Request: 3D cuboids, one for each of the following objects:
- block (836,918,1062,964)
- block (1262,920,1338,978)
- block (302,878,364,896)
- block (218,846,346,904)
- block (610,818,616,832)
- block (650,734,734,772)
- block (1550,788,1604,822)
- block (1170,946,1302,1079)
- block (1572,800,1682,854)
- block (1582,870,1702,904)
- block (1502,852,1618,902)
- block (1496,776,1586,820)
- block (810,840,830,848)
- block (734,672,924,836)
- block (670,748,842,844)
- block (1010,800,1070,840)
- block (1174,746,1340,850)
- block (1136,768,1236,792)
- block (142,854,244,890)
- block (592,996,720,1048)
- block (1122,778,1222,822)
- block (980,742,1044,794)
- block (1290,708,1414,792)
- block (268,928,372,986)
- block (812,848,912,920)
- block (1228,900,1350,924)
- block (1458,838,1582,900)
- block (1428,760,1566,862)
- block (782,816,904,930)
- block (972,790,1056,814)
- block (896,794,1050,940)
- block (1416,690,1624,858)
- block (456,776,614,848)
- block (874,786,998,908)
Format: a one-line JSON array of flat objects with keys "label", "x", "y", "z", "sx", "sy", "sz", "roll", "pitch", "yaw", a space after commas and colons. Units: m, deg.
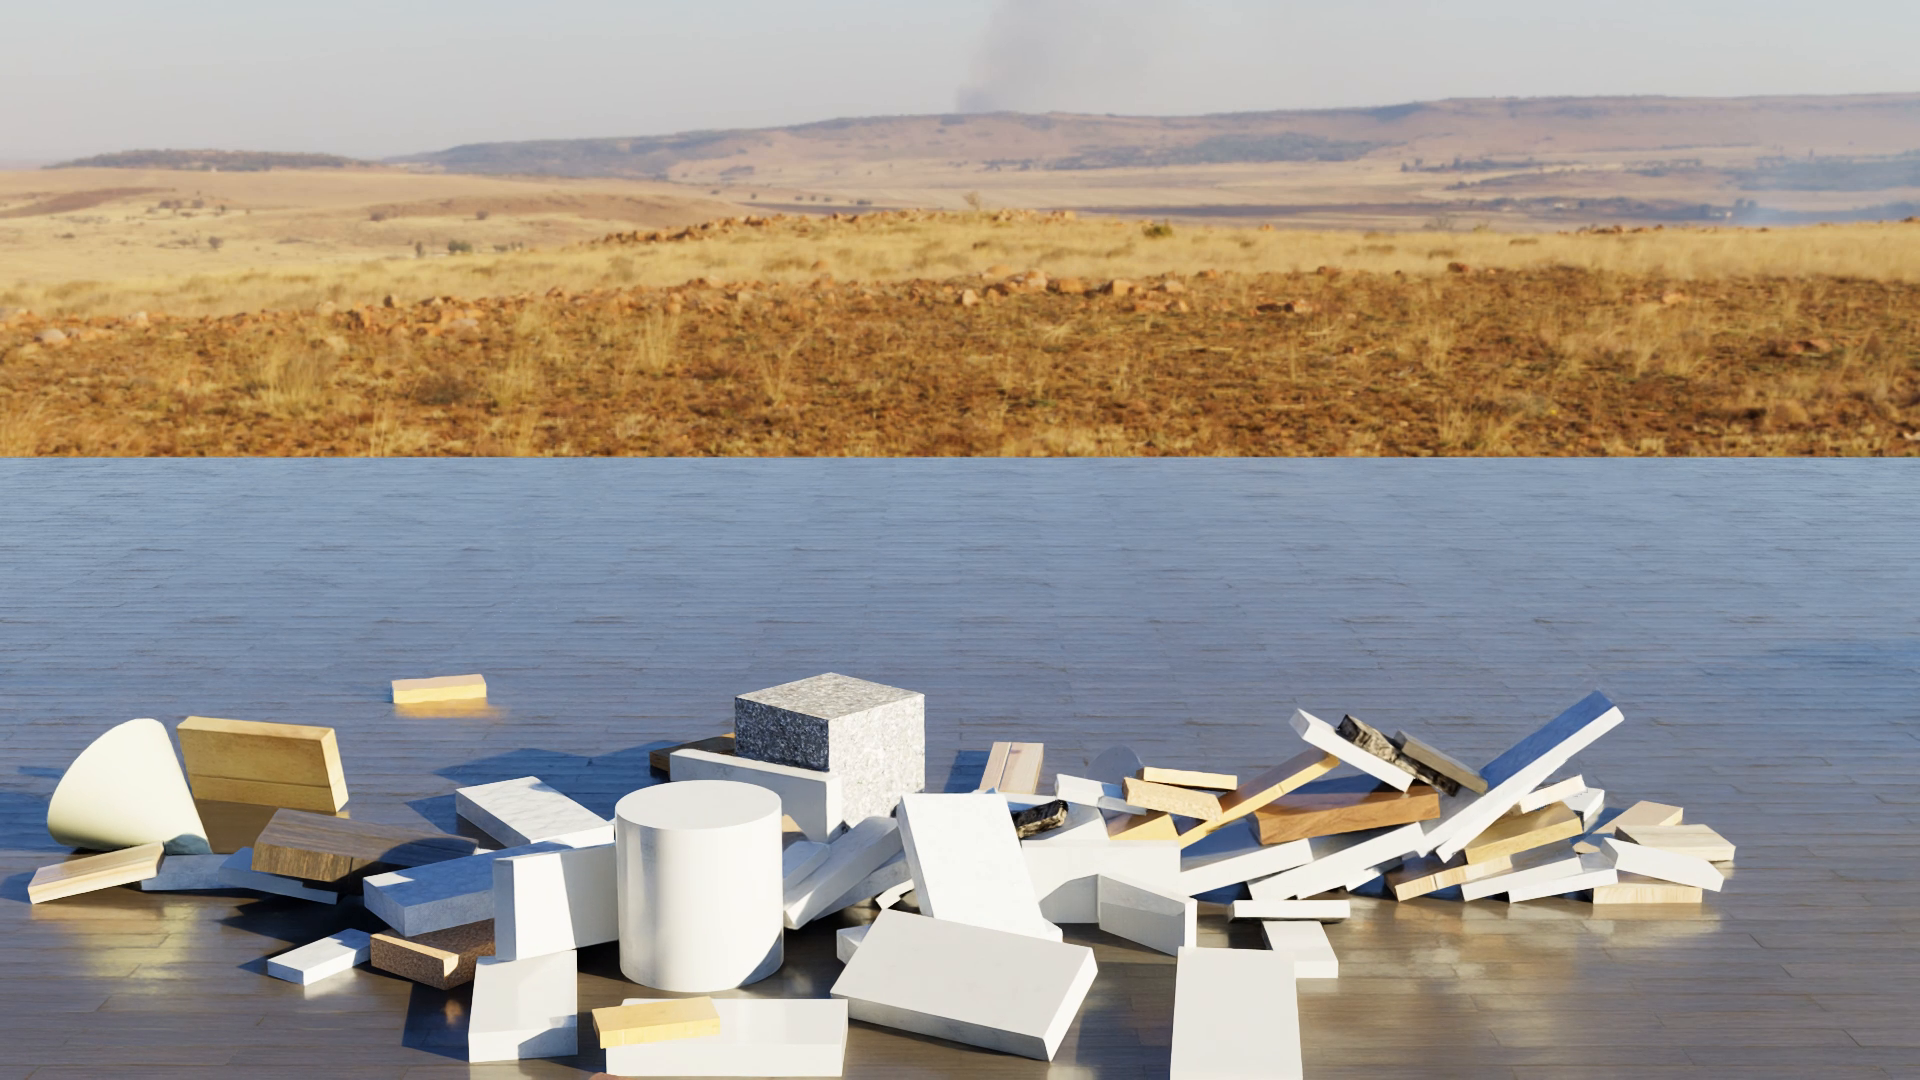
[{"label": "block", "x": -0.016, "y": 0.621, "z": 3.383, "sx": 0.310, "sy": 0.044, "sz": 0.155, "roll": -5, "pitch": 12, "yaw": -26}, {"label": "block", "x": 0.522, "y": 0.629, "z": 3.391, "sx": 0.090, "sy": 0.026, "sz": 0.180, "roll": 0, "pitch": 11, "yaw": 0}, {"label": "block", "x": -0.976, "y": 0.559, "z": 3.646, "sx": 0.202, "sy": 0.029, "sz": 0.101, "roll": 10, "pitch": 11, "yaw": -7}, {"label": "block", "x": -1.118, "y": 0.559, "z": 3.666, "sx": 0.202, "sy": 0.029, "sz": 0.101, "roll": 10, "pitch": 11, "yaw": 2}, {"label": "block", "x": -0.604, "y": 0.515, "z": 4.036, "sx": 0.049, "sy": 0.014, "sz": 0.097, "roll": 4, "pitch": 11, "yaw": 22}, {"label": "block", "x": -0.477, "y": 0.426, "z": 4.478, "sx": 0.304, "sy": 0.027, "sz": 0.097, "roll": -9, "pitch": 14, "yaw": -41}, {"label": "block", "x": 1.151, "y": 0.494, "z": 4.127, "sx": 0.077, "sy": 0.022, "sz": 0.154, "roll": 6, "pitch": 12, "yaw": 28}, {"label": "block", "x": 0.385, "y": 0.676, "z": 3.075, "sx": 0.170, "sy": 0.048, "sz": 0.446, "roll": 1, "pitch": 11, "yaw": 7}, {"label": "block", "x": 1.195, "y": 0.528, "z": 3.945, "sx": 0.077, "sy": 0.022, "sz": 0.361, "roll": 8, "pitch": 13, "yaw": 36}, {"label": "block", "x": 1.132, "y": 0.577, "z": 3.667, "sx": 0.179, "sy": 0.025, "sz": 0.090, "roll": 0, "pitch": 11, "yaw": -1}, {"label": "block", "x": 0.992, "y": 0.561, "z": 3.666, "sx": 0.179, "sy": 0.025, "sz": 0.090, "roll": -11, "pitch": 10, "yaw": 1}, {"label": "block", "x": 0.972, "y": 0.441, "z": 3.739, "sx": 0.182, "sy": 0.026, "sz": 0.091, "roll": -11, "pitch": -9, "yaw": -40}, {"label": "block", "x": -0.346, "y": 0.549, "z": 3.772, "sx": 0.309, "sy": 0.044, "sz": 0.154, "roll": 6, "pitch": 12, "yaw": 30}, {"label": "block", "x": -0.237, "y": 0.402, "z": 4.018, "sx": 0.243, "sy": 0.243, "sz": 0.243, "roll": 9, "pitch": 14, "yaw": 41}, {"label": "block", "x": -0.362, "y": 0.471, "z": 3.885, "sx": 0.338, "sy": 0.155, "sz": 0.044, "roll": 6, "pitch": 13, "yaw": 30}, {"label": "block", "x": 0.103, "y": 0.470, "z": 3.630, "sx": 0.148, "sy": 0.021, "sz": 0.074, "roll": -20, "pitch": 11, "yaw": 16}, {"label": "block", "x": 0.442, "y": 0.447, "z": 3.651, "sx": 0.398, "sy": 0.021, "sz": 0.074, "roll": -28, "pitch": 11, "yaw": 1}, {"label": "block", "x": 0.378, "y": 0.402, "z": 3.687, "sx": 0.156, "sy": 0.022, "sz": 0.078, "roll": 6, "pitch": -11, "yaw": -6}, {"label": "block", "x": -1.278, "y": 0.563, "z": 3.737, "sx": 0.194, "sy": 0.027, "sz": 0.097, "roll": -1, "pitch": 11, "yaw": -5}, {"label": "block", "x": -0.415, "y": 0.657, "z": 3.000, "sx": 0.162, "sy": 0.023, "sz": 0.081, "roll": -3, "pitch": 11, "yaw": -16}, {"label": "block", "x": 0.347, "y": 0.426, "z": 3.612, "sx": 0.156, "sy": 0.022, "sz": 0.078, "roll": 12, "pitch": 10, "yaw": -5}, {"label": "block", "x": 0.102, "y": 0.456, "z": 4.311, "sx": 0.100, "sy": 0.028, "sz": 0.334, "roll": 1, "pitch": 11, "yaw": 6}, {"label": "block", "x": 0.646, "y": 0.347, "z": 3.637, "sx": 0.198, "sy": 0.028, "sz": 0.099, "roll": 27, "pitch": 7, "yaw": -9}, {"label": "block", "x": -0.965, "y": 0.636, "z": 3.360, "sx": 0.081, "sy": 0.023, "sz": 0.162, "roll": 7, "pitch": 12, "yaw": 32}, {"label": "block", "x": -0.125, "y": 0.527, "z": 3.561, "sx": 0.253, "sy": 0.036, "sz": 0.126, "roll": -25, "pitch": 12, "yaw": 16}, {"label": "block", "x": 0.521, "y": 0.591, "z": 3.492, "sx": 0.180, "sy": 0.025, "sz": 0.090, "roll": 0, "pitch": -16, "yaw": 0}, {"label": "block", "x": 0.925, "y": 0.546, "z": 3.653, "sx": 0.194, "sy": 0.028, "sz": 0.097, "roll": -15, "pitch": 10, "yaw": 8}, {"label": "block", "x": 0.885, "y": 0.436, "z": 3.679, "sx": 0.267, "sy": 0.026, "sz": 0.091, "roll": -38, "pitch": 10, "yaw": -7}, {"label": "block", "x": -0.202, "y": 0.532, "z": 3.537, "sx": 0.252, "sy": 0.036, "sz": 0.126, "roll": -35, "pitch": 14, "yaw": -27}, {"label": "block", "x": 0.109, "y": 0.500, "z": 4.079, "sx": 0.200, "sy": 0.028, "sz": 0.100, "roll": 3, "pitch": 11, "yaw": 16}, {"label": "block", "x": 0.020, "y": 0.530, "z": 3.377, "sx": 0.170, "sy": 0.048, "sz": 0.340, "roll": 2, "pitch": 39, "yaw": -18}, {"label": "block", "x": 0.913, "y": 0.387, "z": 3.652, "sx": 0.399, "sy": 0.028, "sz": 0.099, "roll": -36, "pitch": 10, "yaw": 6}, {"label": "block", "x": -0.777, "y": 0.506, "z": 3.999, "sx": 0.154, "sy": 0.044, "sz": 0.361, "roll": -7, "pitch": 13, "yaw": -33}, {"label": "block", "x": -0.034, "y": 0.508, "z": 3.637, "sx": 0.253, "sy": 0.036, "sz": 0.126, "roll": -34, "pitch": 10, "yaw": 2}]
